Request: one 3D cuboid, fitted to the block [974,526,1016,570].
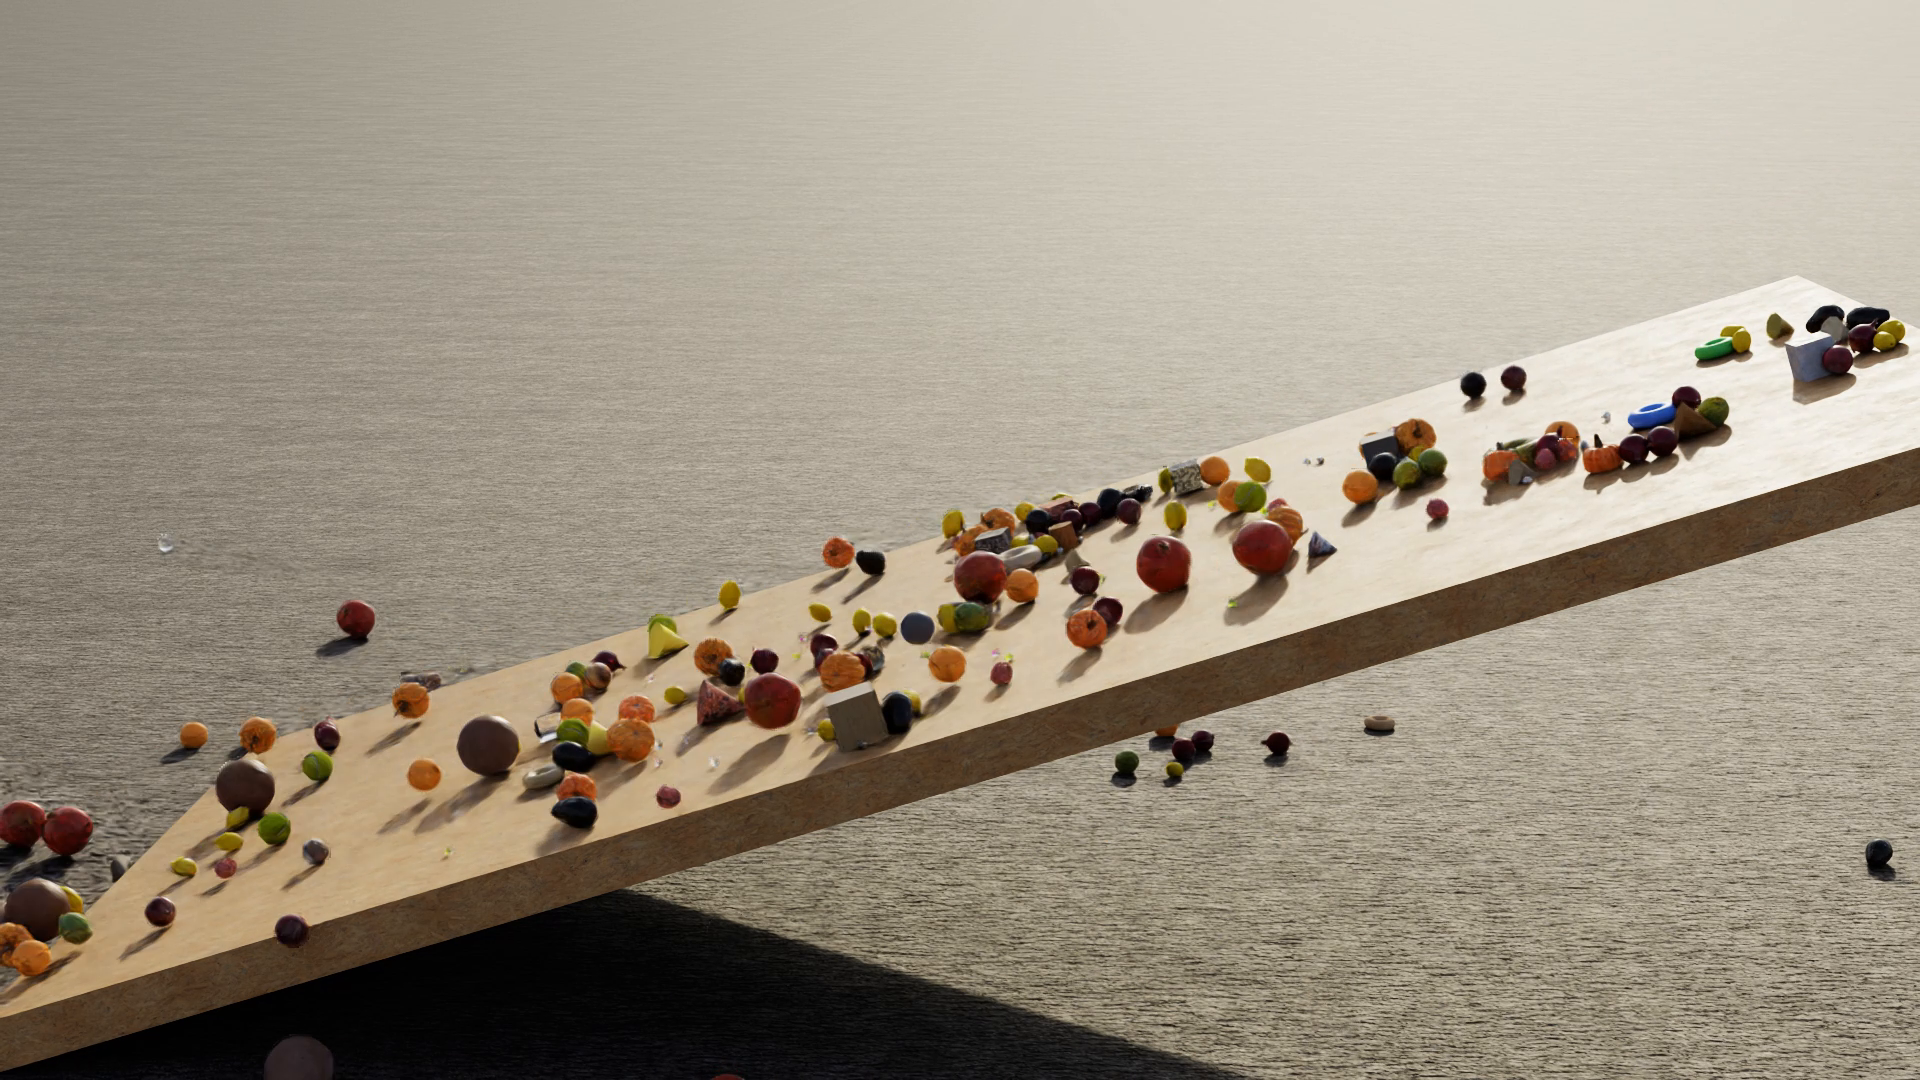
[{"bbox_3d":[0.081,0.019,6.735,0.069,0.069,0.069,-14,11,18],"label":"block"}]

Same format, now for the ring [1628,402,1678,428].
[{"bbox_3d":[1.416,-0.255,6.013,0.102,0.034,0.102,-16,11,3],"label":"ring"}]

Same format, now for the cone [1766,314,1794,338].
[{"bbox_3d":[1.815,-0.467,6.475,0.057,0.057,0.057,7,9,-19],"label":"cone"}]

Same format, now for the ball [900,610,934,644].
[{"bbox_3d":[-0.084,0.175,5.849,0.068,0.068,0.068,0,11,0],"label":"ball"}]

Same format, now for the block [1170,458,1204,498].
[{"bbox_3d":[0.528,-0.144,6.847,0.065,0.065,0.065,-16,10,8],"label":"block"}]

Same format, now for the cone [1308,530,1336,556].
[{"bbox_3d":[0.720,0.014,5.800,0.056,0.056,0.056,16,15,15],"label":"cone"}]

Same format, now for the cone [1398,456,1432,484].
[{"bbox_3d":[0.962,-0.140,6.191,0.063,0.063,0.063,14,15,17],"label":"cone"}]

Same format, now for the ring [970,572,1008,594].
[{"bbox_3d":[0.065,0.096,6.463,0.088,0.029,0.088,-16,14,4],"label":"ring"}]

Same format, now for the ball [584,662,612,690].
[{"bbox_3d":[-0.829,0.313,6.747,0.063,0.063,0.063,0,11,0],"label":"ball"}]

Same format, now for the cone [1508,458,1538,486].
[{"bbox_3d":[1.131,-0.131,5.866,0.056,0.056,0.056,7,9,-19],"label":"cone"}]

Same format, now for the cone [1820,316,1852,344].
[{"bbox_3d":[1.867,-0.438,6.224,0.064,0.064,0.064,7,7,-29],"label":"cone"}]

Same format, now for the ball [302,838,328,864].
[{"bbox_3d":[-1.297,0.627,5.915,0.052,0.052,0.052,0,11,0],"label":"ball"}]

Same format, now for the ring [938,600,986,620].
[{"bbox_3d":[0.006,0.149,6.240,0.104,0.035,0.104,-6,-2,0],"label":"ring"}]

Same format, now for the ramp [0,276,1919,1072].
[{"bbox_3d":[0.098,0.184,6.313,4.000,0.100,2.000,-17,10,5],"label":"ramp"}]

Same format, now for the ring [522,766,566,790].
[{"bbox_3d":[-0.845,0.482,5.976,0.090,0.030,0.090,-15,11,3],"label":"ring"}]

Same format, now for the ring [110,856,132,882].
[{"bbox_3d":[-1.850,0.750,6.521,0.035,0.106,0.106,-26,15,-6],"label":"ring"}]

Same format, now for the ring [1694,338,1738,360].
[{"bbox_3d":[1.665,-0.422,6.477,0.094,0.031,0.094,-18,9,3],"label":"ring"}]

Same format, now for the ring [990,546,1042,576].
[{"bbox_3d":[0.125,0.048,6.588,0.124,0.041,0.124,-18,11,4],"label":"ring"}]

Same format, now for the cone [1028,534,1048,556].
[{"bbox_3d":[0.167,0.009,6.678,0.056,0.056,0.056,-17,10,3],"label":"cone"}]

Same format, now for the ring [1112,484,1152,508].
[{"bbox_3d":[0.406,-0.104,6.931,0.103,0.034,0.103,-18,9,3],"label":"ring"}]

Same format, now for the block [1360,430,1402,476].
[{"bbox_3d":[0.918,-0.190,6.403,0.074,0.074,0.074,-16,10,10],"label":"block"}]

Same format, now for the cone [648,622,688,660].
[{"bbox_3d":[-0.676,0.242,6.928,0.088,0.088,0.088,8,6,-29],"label":"cone"}]

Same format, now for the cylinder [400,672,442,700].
[{"bbox_3d":[-1.503,0.420,8.206,0.093,0.093,0.093,-5,12,-23],"label":"cylinder"}]

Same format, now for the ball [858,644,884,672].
[{"bbox_3d":[-0.183,0.242,6.044,0.055,0.055,0.055,0,11,0],"label":"ball"}]

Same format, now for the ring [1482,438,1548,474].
[{"bbox_3d":[1.137,-0.174,6.024,0.140,0.047,0.140,-17,9,3],"label":"ring"}]

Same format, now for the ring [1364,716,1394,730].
[{"bbox_3d":[1.140,0.497,7.990,0.084,0.028,0.084,1,11,0],"label":"ring"}]

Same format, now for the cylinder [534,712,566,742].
[{"bbox_3d":[-0.888,0.406,6.377,0.055,0.055,0.055,-17,10,5],"label":"cylinder"}]

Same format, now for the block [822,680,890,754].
[{"bbox_3d":[-0.194,0.330,5.492,0.094,0.094,0.094,-19,10,-5],"label":"block"}]

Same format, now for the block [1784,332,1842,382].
[{"bbox_3d":[1.732,-0.372,5.975,0.076,0.076,0.076,-18,10,1],"label":"block"}]

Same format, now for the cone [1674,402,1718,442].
[{"bbox_3d":[1.453,-0.225,5.785,0.080,0.080,0.080,10,12,4],"label":"cone"}]

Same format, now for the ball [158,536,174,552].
[{"bbox_3d":[-2.789,0.016,10.326,0.053,0.053,0.053,0,11,0],"label":"ball"}]

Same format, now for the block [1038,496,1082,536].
[{"bbox_3d":[0.233,-0.053,6.852,0.071,0.071,0.071,-19,10,-7],"label":"block"}]

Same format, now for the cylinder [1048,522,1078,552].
[{"bbox_3d":[0.233,-0.007,6.650,0.055,0.055,0.055,-17,10,3],"label":"cylinder"}]

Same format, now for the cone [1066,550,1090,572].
[{"bbox_3d":[0.265,0.051,6.384,0.051,0.051,0.051,18,2,-27],"label":"cone"}]
